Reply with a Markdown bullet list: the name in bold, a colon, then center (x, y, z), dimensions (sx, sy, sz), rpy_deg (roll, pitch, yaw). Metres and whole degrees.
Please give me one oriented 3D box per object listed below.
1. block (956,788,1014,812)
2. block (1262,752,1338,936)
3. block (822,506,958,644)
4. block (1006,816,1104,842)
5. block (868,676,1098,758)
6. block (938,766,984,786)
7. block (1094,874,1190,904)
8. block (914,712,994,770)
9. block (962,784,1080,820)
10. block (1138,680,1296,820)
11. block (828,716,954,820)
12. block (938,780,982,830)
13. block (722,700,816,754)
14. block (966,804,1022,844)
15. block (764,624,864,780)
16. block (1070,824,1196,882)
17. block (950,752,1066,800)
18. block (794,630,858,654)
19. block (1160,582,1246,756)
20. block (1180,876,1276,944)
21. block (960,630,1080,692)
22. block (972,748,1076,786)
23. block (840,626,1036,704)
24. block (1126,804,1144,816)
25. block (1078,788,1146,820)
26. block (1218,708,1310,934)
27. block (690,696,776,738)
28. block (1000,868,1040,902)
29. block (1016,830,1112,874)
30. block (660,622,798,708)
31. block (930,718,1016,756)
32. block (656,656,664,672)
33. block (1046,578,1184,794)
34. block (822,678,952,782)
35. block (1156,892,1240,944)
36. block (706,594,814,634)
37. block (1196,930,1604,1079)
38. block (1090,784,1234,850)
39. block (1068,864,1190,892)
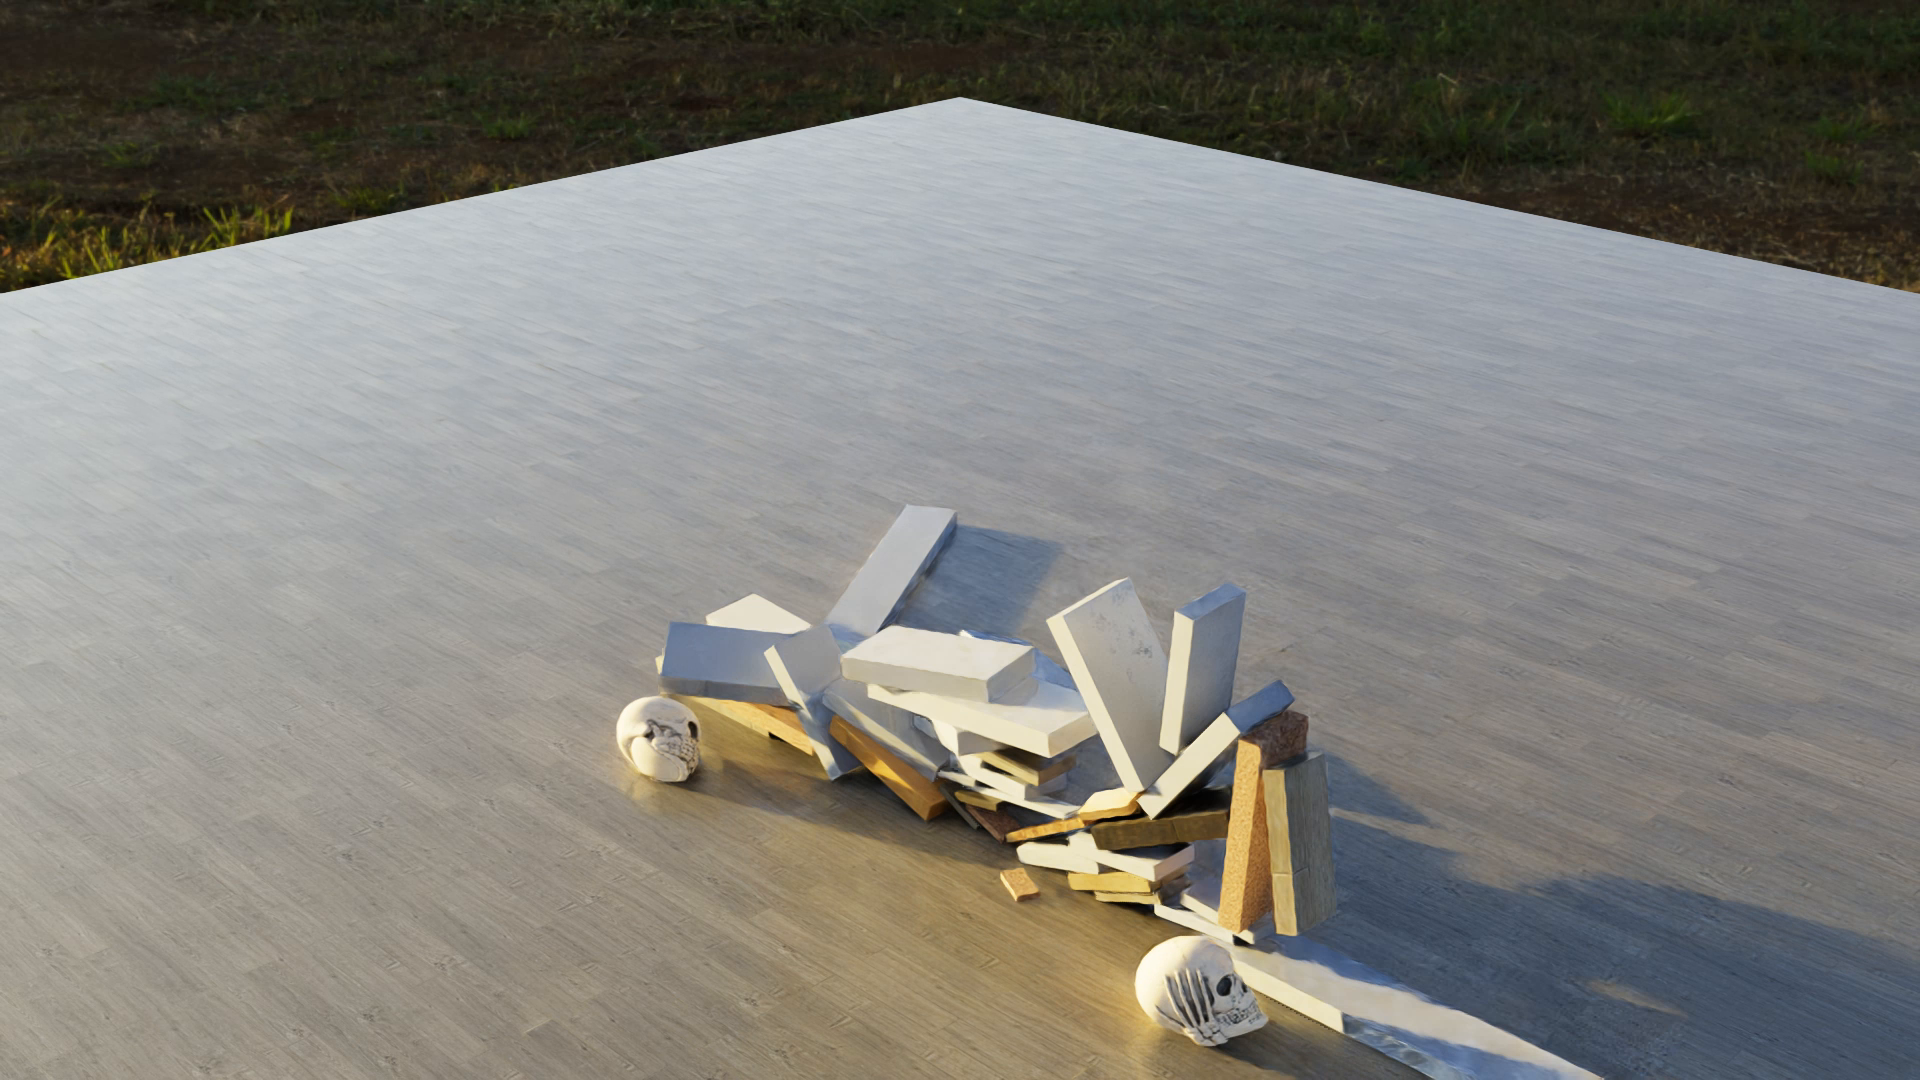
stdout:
- **block**: center (0.051, 0.514, 4.381), dimensions (0.058, 0.016, 0.115), rpy_deg (-14, 16, -42)
- **block**: center (0.588, 0.522, 3.796), dimensions (0.041, 0.286, 0.143), rpy_deg (-1, 8, 38)
- **block**: center (-0.193, 0.118, 5.433), dimensions (0.137, 0.039, 0.989), rpy_deg (6, 24, 13)
- **block**: center (0.186, 0.554, 4.256), dimensions (0.064, 0.018, 0.245), rpy_deg (-13, -5, -38)
- **block**: center (0.052, 0.312, 4.307), dimensions (0.174, 0.049, 0.509), rpy_deg (-22, 25, -39)
- **block**: center (0.006, 0.474, 4.428), dimensions (0.092, 0.013, 0.046), rpy_deg (13, 19, 37)
- **block**: center (0.341, 0.650, 4.113), dimensions (0.085, 0.024, 0.170), rpy_deg (-22, 9, -39)
- **block**: center (0.017, 0.395, 4.462), dimensions (0.111, 0.031, 0.222), rpy_deg (-11, 26, -36)
- **block**: center (0.119, 0.506, 4.332), dimensions (0.046, 0.013, 0.307), rpy_deg (-12, 15, -39)
- **block**: center (0.454, 0.375, 3.919), dimensions (0.159, 0.318, 0.045), rpy_deg (-24, 70, -40)
- **block**: center (-0.113, 0.446, 4.534), dimensions (0.152, 0.043, 0.303), rpy_deg (-20, 48, -42)
- **block**: center (0.015, 0.528, 4.427), dimensions (0.058, 0.016, 0.115), rpy_deg (-23, 60, -43)
- **block**: center (-0.365, 0.366, 4.742), dimensions (0.290, 0.041, 0.145), rpy_deg (24, 33, 38)
- **block**: center (0.070, 0.556, 4.384), dimensions (0.058, 0.016, 0.115), rpy_deg (-16, 44, -39)
- **block**: center (-0.276, 0.339, 4.631), dimensions (0.152, 0.303, 0.043), rpy_deg (-23, -9, -42)
- **block**: center (0.320, 0.575, 4.104), dimensions (0.109, 0.031, 0.218), rpy_deg (-21, 22, -38)
- **block**: center (0.095, 0.461, 4.398), dimensions (0.111, 0.031, 0.222), rpy_deg (-12, 20, -39)
- **block**: center (-0.241, 0.280, 4.909), dimensions (0.338, 0.046, 0.161), rpy_deg (14, 15, 19)
- **block**: center (0.425, 0.227, 3.859), dimensions (0.041, 0.286, 0.143), rpy_deg (29, 40, 36)
- **block**: center (0.490, 0.668, 3.977), dimensions (0.085, 0.024, 0.170), rpy_deg (-18, 31, -41)
- **block**: center (0.153, 0.302, 4.906), dimensions (0.178, 0.050, 0.356), rpy_deg (11, 15, -32)
- **block**: center (0.108, 0.414, 4.336), dimensions (0.222, 0.031, 0.111), rpy_deg (21, 29, 39)
- **block**: center (-0.044, 0.245, 4.379), dimensions (0.348, 0.049, 0.174), rpy_deg (7, 23, 33)
- **block**: center (0.307, 0.495, 4.109), dimensions (0.064, 0.018, 0.128), rpy_deg (-27, 8, -41)
- **block**: center (0.283, 0.488, 4.080), dimensions (0.128, 0.018, 0.064), rpy_deg (-16, 22, 46)
- **block**: center (0.534, 0.497, 3.878), dimensions (0.045, 0.372, 0.159), rpy_deg (20, 28, 34)
- **block**: center (-0.464, 0.349, 4.886), dimensions (0.290, 0.041, 0.145), rpy_deg (21, 31, 41)
- **block**: center (0.114, 0.657, 4.195), dimensions (0.046, 0.013, 0.092), rpy_deg (-8, 24, -17)
- **block**: center (0.225, 0.597, 4.231), dimensions (0.109, 0.031, 0.218), rpy_deg (-22, 14, -40)
- **block**: center (-0.458, 0.271, 4.745), dimensions (0.356, 0.050, 0.178), rpy_deg (6, 38, -4)
- **block**: center (0.015, 0.316, 4.479), dimensions (0.178, 0.050, 0.470), rpy_deg (-7, 19, -15)
- **block**: center (-0.547, 0.277, 4.914), dimensions (0.145, 0.041, 0.290), rpy_deg (-19, 14, -32)
- **block**: center (0.307, 0.264, 4.005), dimensions (0.174, 0.348, 0.049), rpy_deg (-28, 5, -35)
- **block**: center (-0.121, 0.374, 4.556), dimensions (0.303, 0.043, 0.152), rpy_deg (33, 37, 23)
- **block**: center (0.451, 0.683, 4.019), dimensions (0.170, 0.024, 0.085), rpy_deg (15, 26, 38)
- **block**: center (-0.469, 0.207, 5.167), dimensions (0.137, 0.039, 0.274), rpy_deg (-25, 28, -27)
- **block**: center (0.788, 0.834, 3.713), dimensions (0.143, 0.041, 0.898), rpy_deg (-21, 29, -40)
- **block**: center (0.410, 0.503, 4.018), dimensions (0.318, 0.045, 0.159), rpy_deg (-14, 8, 44)
- **block**: center (0.316, 0.625, 4.138), dimensions (0.109, 0.031, 0.218), rpy_deg (-21, 8, -38)
